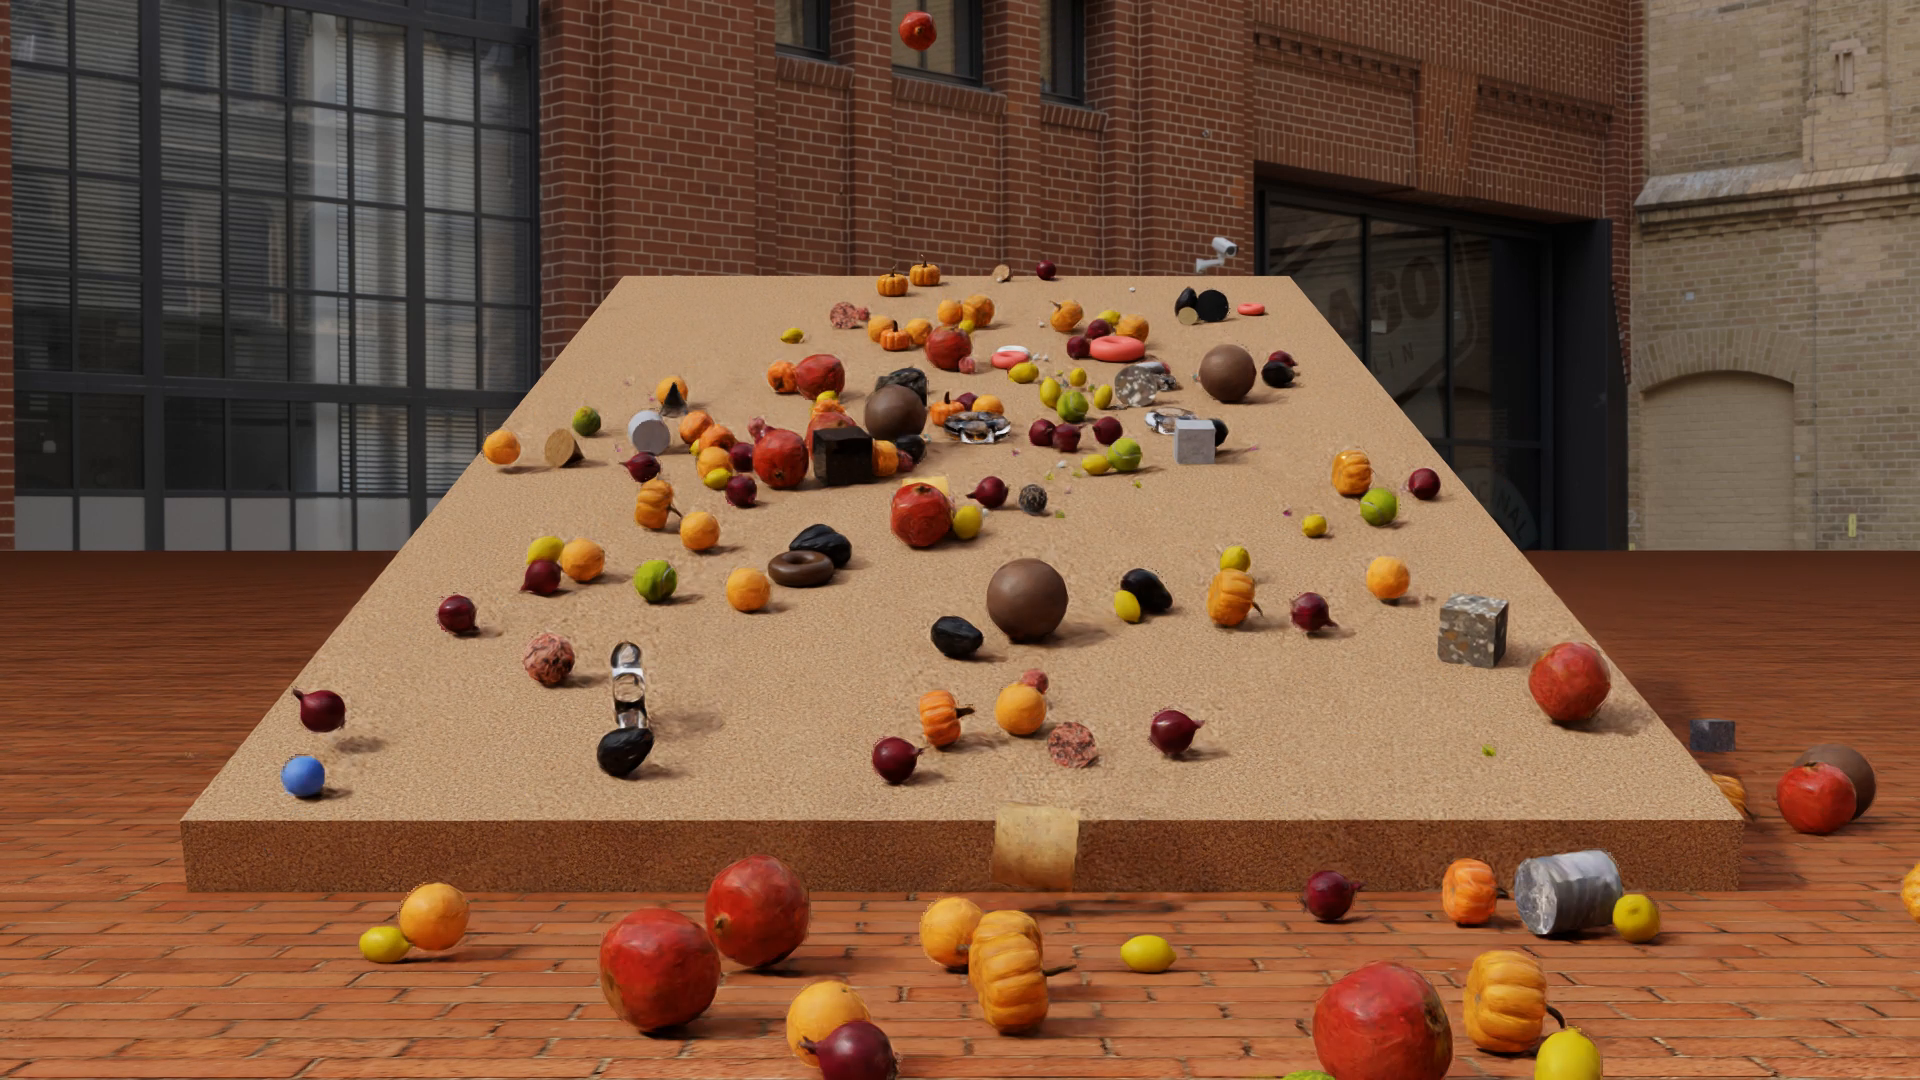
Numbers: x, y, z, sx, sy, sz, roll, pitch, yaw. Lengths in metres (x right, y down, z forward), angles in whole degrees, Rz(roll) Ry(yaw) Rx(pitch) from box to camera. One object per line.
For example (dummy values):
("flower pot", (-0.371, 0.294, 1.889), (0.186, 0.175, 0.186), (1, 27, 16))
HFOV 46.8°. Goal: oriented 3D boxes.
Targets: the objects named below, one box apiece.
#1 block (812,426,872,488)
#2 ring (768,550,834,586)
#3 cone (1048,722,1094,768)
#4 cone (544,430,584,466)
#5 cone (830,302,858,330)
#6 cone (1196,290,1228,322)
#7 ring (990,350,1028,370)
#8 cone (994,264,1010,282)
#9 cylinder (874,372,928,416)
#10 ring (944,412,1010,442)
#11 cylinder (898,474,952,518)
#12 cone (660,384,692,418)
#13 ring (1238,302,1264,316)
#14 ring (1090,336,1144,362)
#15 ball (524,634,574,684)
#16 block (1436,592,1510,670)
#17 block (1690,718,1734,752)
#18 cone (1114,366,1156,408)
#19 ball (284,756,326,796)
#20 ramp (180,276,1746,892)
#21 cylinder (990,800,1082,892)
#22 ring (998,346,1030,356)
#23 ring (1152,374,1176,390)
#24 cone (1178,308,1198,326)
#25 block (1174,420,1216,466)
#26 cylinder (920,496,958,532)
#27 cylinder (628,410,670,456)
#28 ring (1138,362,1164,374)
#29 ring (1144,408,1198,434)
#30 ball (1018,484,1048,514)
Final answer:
("block", (-0.234, -0.166, 4.412), (0.095, 0.095, 0.095), (-5, 18, -18))
("ring", (-0.272, 0.049, 3.796), (0.115, 0.038, 0.115), (-1, 18, 0))
("cone", (0.151, 0.283, 3.033), (0.063, 0.063, 0.063), (0, -10, 1))
("cone", (-0.797, -0.179, 4.555), (0.080, 0.080, 0.080), (0, -13, 32))
("cone", (-0.307, -0.590, 5.927), (0.076, 0.076, 0.076), (0, -10, 1))
("cone", (0.674, -0.623, 6.027), (0.092, 0.092, 0.092), (0, -10, -8))
("ring", (0.122, -0.442, 5.442), (0.093, 0.031, 0.093), (-2, 20, 1))
("cone", (0.137, -0.785, 6.595), (0.056, 0.056, 0.056), (0, -13, 34))
("cylinder", (-0.132, -0.328, 4.961), (0.087, 0.087, 0.087), (-10, 5, -28))
("ring", (0.036, -0.243, 4.751), (0.144, 0.048, 0.144), (0, 16, 0))
("cylinder", (-0.064, -0.077, 4.144), (0.078, 0.078, 0.078), (14, -4, -16))
("cone", (-0.637, -0.317, 4.950), (0.073, 0.073, 0.073), (0, 17, 0))
("ring", (0.800, -0.634, 6.095), (0.075, 0.025, 0.075), (-1, 17, 0))
("ring", (0.391, -0.476, 5.532), (0.140, 0.047, 0.140), (1, 17, 0))
("ball", (-0.613, 0.177, 3.303), (0.075, 0.075, 0.075), (0, 0, 0))
("block", (0.790, 0.140, 3.414), (0.086, 0.086, 0.086), (8, 19, 25))
("block", (1.633, 0.424, 4.815), (0.066, 0.066, 0.066), (0, 0, -19))
("cone", (0.393, -0.340, 5.081), (0.099, 0.099, 0.099), (0, -10, -6))
("ball", (-0.857, 0.309, 2.900), (0.053, 0.053, 0.053), (0, 0, 0))
("ramp", (-0.003, -0.170, 4.763), (2.000, 0.100, 4.000), (0, 17, 0))
("cylinder", (0.092, 0.371, 2.684), (0.098, 0.098, 0.098), (6, 0, 5))
("ring", (0.133, -0.466, 5.531), (0.081, 0.027, 0.081), (1, 17, 0))
("ring", (0.466, -0.372, 5.213), (0.088, 0.029, 0.088), (1, 16, 0))
("cone", (0.611, -0.595, 5.966), (0.051, 0.051, 0.051), (0, -10, 4))
("block", (0.483, -0.200, 4.561), (0.076, 0.076, 0.076), (0, 17, 1))
("cylinder", (-0.040, -0.047, 4.069), (0.062, 0.062, 0.062), (-5, 0, -7))
("cylinder", (-0.648, -0.223, 4.629), (0.078, 0.078, 0.078), (0, 16, -15))
("ring", (0.444, -0.399, 5.261), (0.084, 0.028, 0.084), (-8, -13, -2))
("ring", (0.461, -0.259, 4.820), (0.118, 0.039, 0.118), (1, 17, 0))
("ball", (0.138, -0.077, 4.183), (0.055, 0.055, 0.055), (0, 0, 0))
